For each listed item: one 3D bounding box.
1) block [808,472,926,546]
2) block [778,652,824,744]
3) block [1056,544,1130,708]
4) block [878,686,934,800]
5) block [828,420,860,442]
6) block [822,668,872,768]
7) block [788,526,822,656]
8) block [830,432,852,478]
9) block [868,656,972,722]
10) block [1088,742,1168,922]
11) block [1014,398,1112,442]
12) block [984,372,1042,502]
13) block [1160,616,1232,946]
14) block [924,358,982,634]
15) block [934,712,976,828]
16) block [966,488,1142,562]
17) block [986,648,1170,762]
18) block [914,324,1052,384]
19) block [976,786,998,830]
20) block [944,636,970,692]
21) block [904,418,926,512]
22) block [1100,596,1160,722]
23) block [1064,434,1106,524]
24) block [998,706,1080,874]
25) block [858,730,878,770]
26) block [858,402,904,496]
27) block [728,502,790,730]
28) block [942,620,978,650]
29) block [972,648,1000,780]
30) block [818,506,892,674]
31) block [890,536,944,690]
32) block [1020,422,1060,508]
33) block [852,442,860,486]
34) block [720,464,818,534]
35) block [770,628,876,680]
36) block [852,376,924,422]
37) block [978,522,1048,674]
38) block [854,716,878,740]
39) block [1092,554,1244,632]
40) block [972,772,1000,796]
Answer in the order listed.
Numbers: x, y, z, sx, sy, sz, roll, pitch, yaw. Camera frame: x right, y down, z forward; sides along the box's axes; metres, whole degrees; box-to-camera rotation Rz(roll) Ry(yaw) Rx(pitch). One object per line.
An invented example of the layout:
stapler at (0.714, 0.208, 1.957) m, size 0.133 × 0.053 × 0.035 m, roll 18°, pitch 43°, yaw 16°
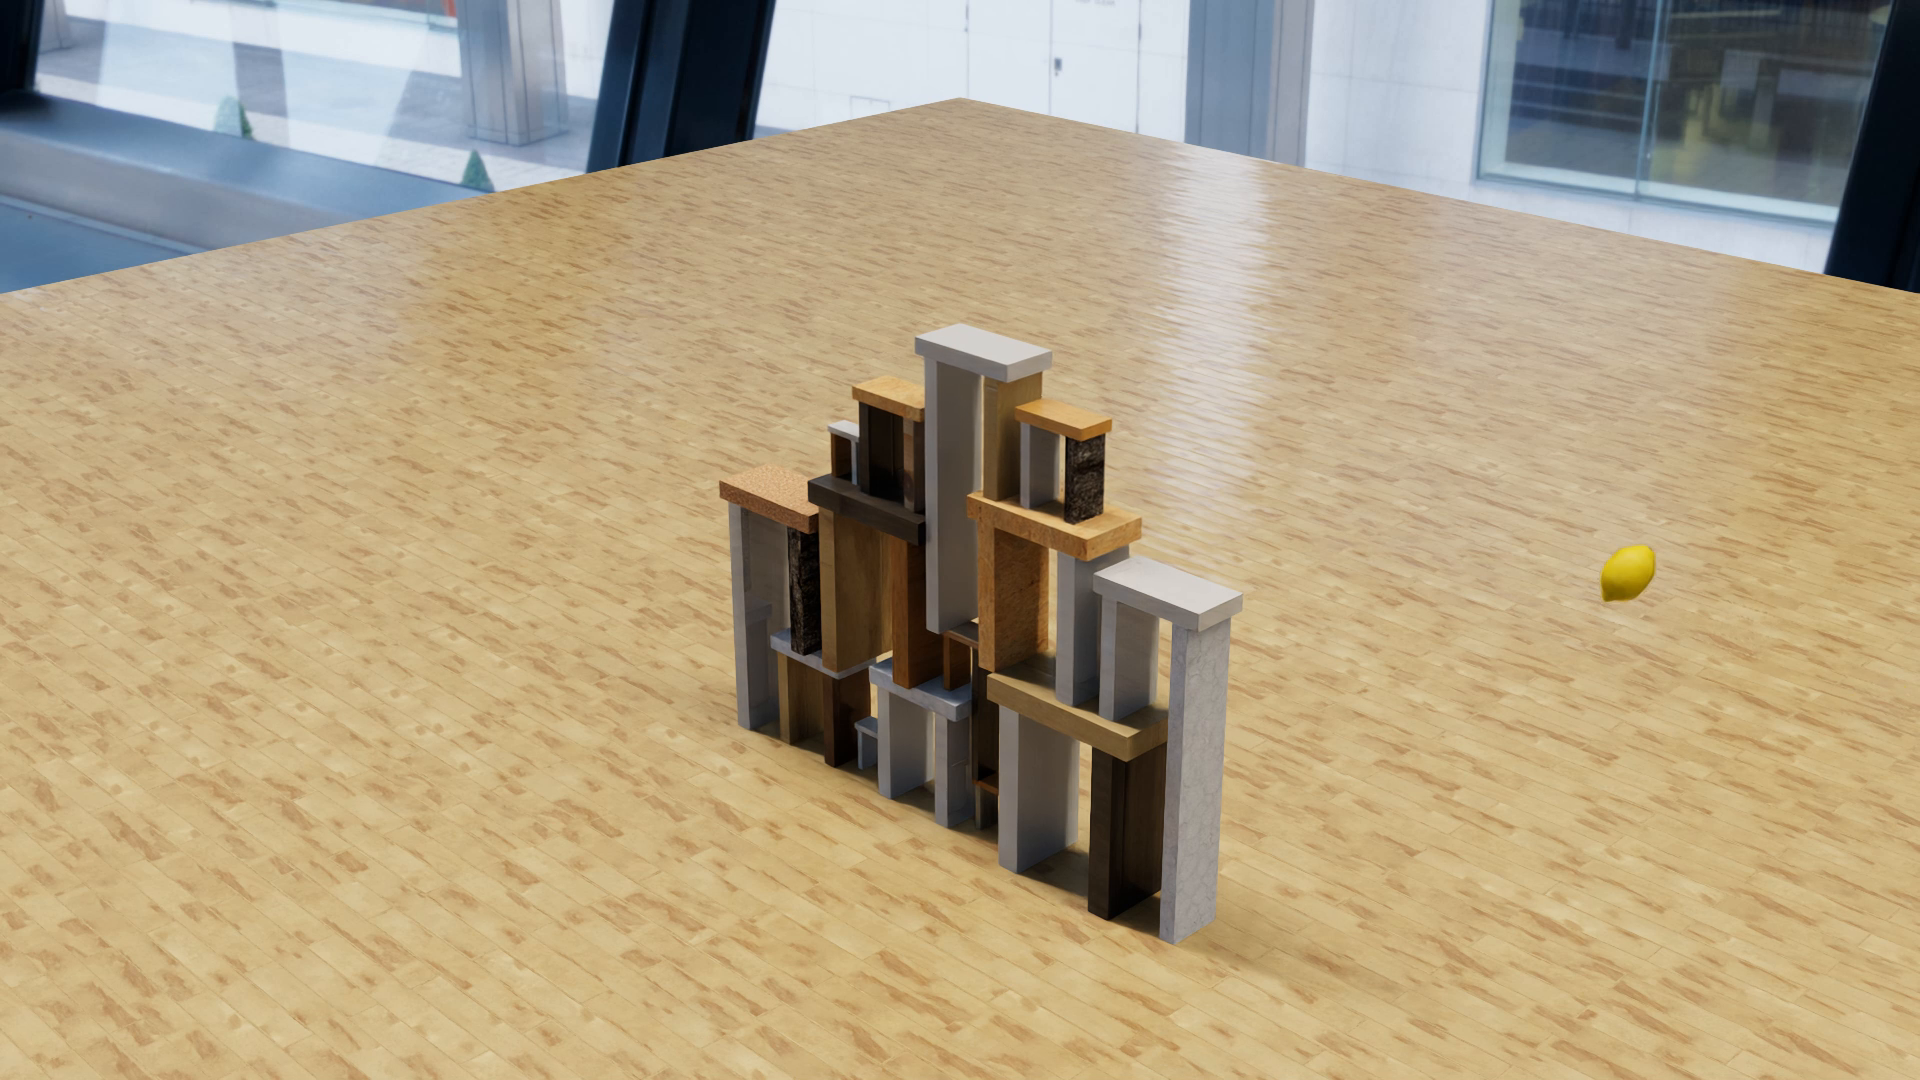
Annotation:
block at (-0.136, -0.075, 4.341) m, size 0.159 × 0.045 × 0.318 m, roll -21°, pitch 31°, yaw -41°
block at (-0.338, 0.323, 4.725) m, size 0.030 × 0.214 × 0.107 m, roll 21°, pitch 31°, yaw 41°
block at (0.242, 0.142, 4.023) m, size 0.042 × 0.298 × 0.149 m, roll 21°, pitch 30°, yaw 41°
block at (-0.111, 0.396, 4.510) m, size 0.035 × 0.248 × 0.124 m, roll 21°, pitch 31°, yaw 41°
block at (-0.216, -0.216, 4.363) m, size 0.046 × 0.013 × 0.092 m, roll -21°, pitch 31°, yaw -40°
block at (-0.237, 0.362, 4.632) m, size 0.030 × 0.214 × 0.107 m, roll 21°, pitch 31°, yaw 41°
block at (-0.288, 0.087, 4.569) m, size 0.141 × 0.283 × 0.040 m, roll -21°, pitch 31°, yaw -41°
block at (-0.237, -0.176, 4.403) m, size 0.013 × 0.092 × 0.046 m, roll 21°, pitch 31°, yaw 41°
block at (-0.052, 0.288, 4.401) m, size 0.248 × 0.035 × 0.124 m, roll 21°, pitch 31°, yaw 41°
block at (0.318, 0.518, 4.094) m, size 0.049 × 0.349 × 0.175 m, roll 21°, pitch 31°, yaw 41°
block at (0.184, -0.216, 3.934) m, size 0.162 × 0.023 × 0.081 m, roll 21°, pitch 30°, yaw 41°
block at (0.097, -0.199, 4.035) m, size 0.034 × 0.237 × 0.118 m, roll 21°, pitch 31°, yaw 40°
block at (0.420, 0.424, 3.941) m, size 0.034 × 0.640 × 0.121 m, roll 21°, pitch 31°, yaw 41°
block at (-0.012, -0.094, 4.198) m, size 0.118 × 0.556 × 0.034 m, roll -21°, pitch 31°, yaw -41°
block at (0.006, 0.442, 4.402) m, size 0.035 × 0.248 × 0.124 m, roll 21°, pitch 31°, yaw 41°
block at (0.170, -0.043, 4.023) m, size 0.298 × 0.042 × 0.149 m, roll 21°, pitch 31°, yaw 41°
block at (0.236, 0.302, 4.092) m, size 0.349 × 0.049 × 0.175 m, roll 21°, pitch 31°, yaw 41°
block at (0.042, -0.344, 4.031) m, size 0.237 × 0.034 × 0.118 m, roll 21°, pitch 31°, yaw 41°
block at (0.053, 0.526, 4.392) m, size 0.014 × 0.100 × 0.050 m, roll 21°, pitch 31°, yaw 41°
block at (-0.005, 0.234, 4.332) m, size 0.059 × 0.119 × 0.017 m, roll -21°, pitch 31°, yaw -41°
block at (-0.064, -0.156, 4.232) m, size 0.094 × 0.189 × 0.027 m, roll -21°, pitch 31°, yaw -41°
block at (0.307, 0.196, 3.968) m, size 0.034 × 0.241 × 0.121 m, roll 21°, pitch 31°, yaw 41°
block at (0.223, -0.116, 3.933) m, size 0.023 × 0.162 × 0.081 m, roll 20°, pitch 30°, yaw 41°
block at (0.154, 0.453, 4.246) m, size 0.049 × 0.349 × 0.175 m, roll 21°, pitch 31°, yaw 41°
block at (-0.194, 0.433, 4.623) m, size 0.013 × 0.091 × 0.045 m, roll 21°, pitch 31°, yaw 41°
block at (-0.153, -0.191, 4.313) m, size 0.094 × 0.189 × 0.027 m, roll -21°, pitch 31°, yaw -41°
block at (-0.421, 0.147, 4.739) m, size 0.040 × 0.527 × 0.141 m, roll 21°, pitch 31°, yaw 41°
block at (0.022, 0.182, 4.279) m, size 0.059 × 0.017 × 0.119 m, roll -21°, pitch 31°, yaw -40°
block at (0.050, 0.334, 4.314) m, size 0.059 × 0.288 × 0.017 m, roll -21°, pitch 31°, yaw -41°
block at (-0.210, 0.080, 4.489) m, size 0.159 × 0.357 × 0.045 m, roll -21°, pitch 31°, yaw -41°
block at (-0.061, 0.121, 4.343) m, size 0.045 × 0.318 × 0.159 m, roll 21°, pitch 31°, yaw 41°
block at (0.146, -0.146, 4.004) m, size 0.023 × 0.162 × 0.081 m, roll 20°, pitch 30°, yaw 41°
block at (-0.193, -0.159, 4.363) m, size 0.046 × 0.092 × 0.013 m, roll -21°, pitch 31°, yaw -41°
block at (-0.355, -0.088, 4.567) m, size 0.283 × 0.040 × 0.141 m, roll 21°, pitch 31°, yaw 41°
block at (-0.288, 0.230, 4.631) m, size 0.214 × 0.030 × 0.107 m, roll 21°, pitch 31°, yaw 41°
block at (-0.109, -0.273, 4.231) m, size 0.094 × 0.027 × 0.189 m, roll -21°, pitch 31°, yaw -41°
block at (0.102, 0.087, 4.153) m, size 0.149 × 0.298 × 0.042 m, roll -21°, pitch 30°, yaw -41°
block at (-0.172, 0.394, 4.583) m, size 0.091 × 0.013 × 0.045 m, roll 21°, pitch 31°, yaw 41°
block at (0.364, 0.092, 3.862) m, size 0.241 × 0.034 × 0.121 m, roll 21°, pitch 31°, yaw 41°
block at (0.077, 0.483, 4.349) m, size 0.050 × 0.014 × 0.100 m, roll -21°, pitch 31°, yaw -41°
